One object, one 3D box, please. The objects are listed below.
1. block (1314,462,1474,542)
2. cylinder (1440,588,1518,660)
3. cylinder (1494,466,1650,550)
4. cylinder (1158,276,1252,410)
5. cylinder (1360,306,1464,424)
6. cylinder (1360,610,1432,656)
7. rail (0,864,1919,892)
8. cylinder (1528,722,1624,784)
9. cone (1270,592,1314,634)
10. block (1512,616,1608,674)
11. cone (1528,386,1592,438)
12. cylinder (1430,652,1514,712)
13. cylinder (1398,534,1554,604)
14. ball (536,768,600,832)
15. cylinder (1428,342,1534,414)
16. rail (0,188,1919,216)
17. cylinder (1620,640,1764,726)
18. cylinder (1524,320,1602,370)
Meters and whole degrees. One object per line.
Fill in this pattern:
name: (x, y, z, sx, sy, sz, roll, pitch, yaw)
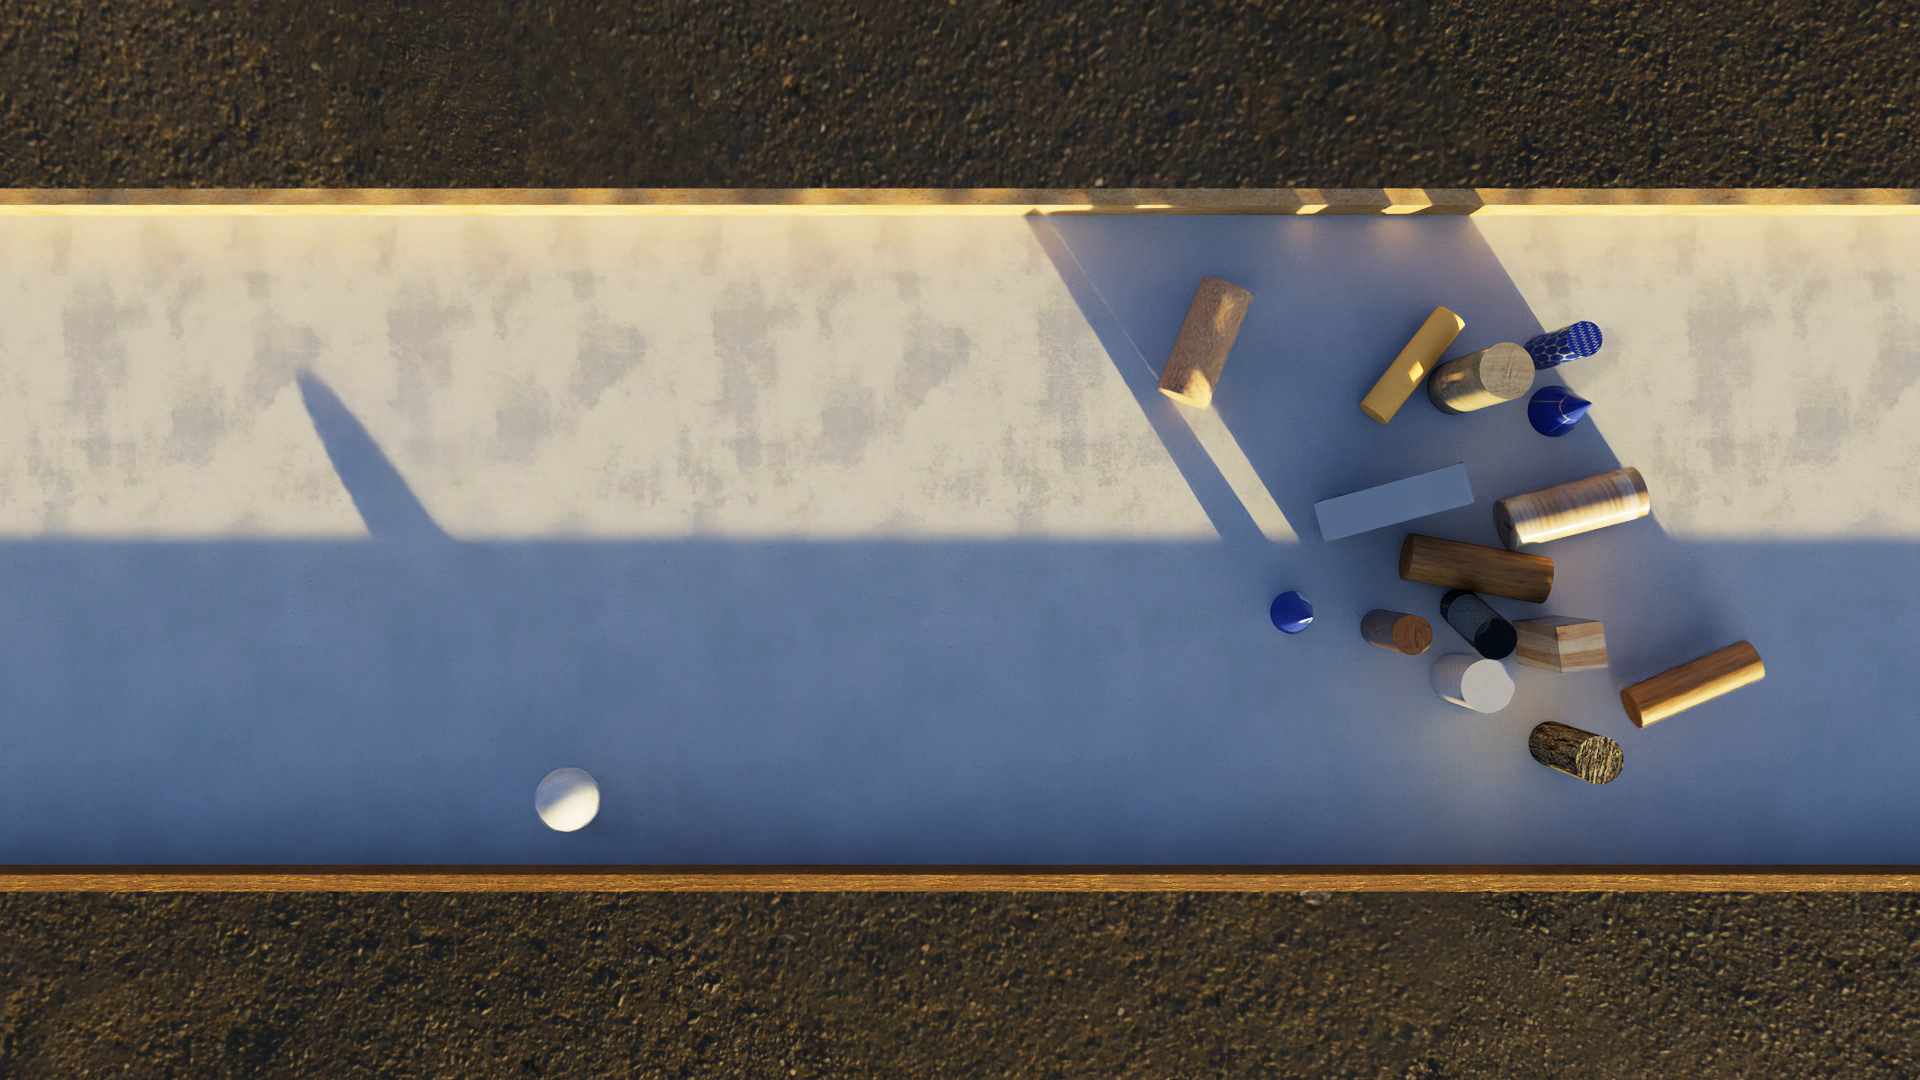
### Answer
block: (1.303, -0.114, 4.954, 0.448, 0.121, 0.121, -16, 90, 17)
cylinder: (1.524, 0.243, 4.860, 0.120, 0.418, 0.120, 1, 100, 3)
cylinder: (1.850, -0.095, 4.998, 0.417, 0.157, 0.157, -14, 90, 0)
cylinder: (0.743, -0.596, 4.997, 0.159, 0.159, 0.365, 23, 90, 0)
cylinder: (1.377, -0.532, 5.026, 0.102, 0.102, 0.380, 38, 90, 0)
cylinder: (1.290, 0.270, 4.890, 0.116, 0.373, 0.116, 0, 90, 0)
rail: (-2.247, 1.025, 5.001, 12.000, 0.150, 0.050, 0, 90, 0)
cylinder: (1.818, 0.626, 4.882, 0.138, 0.390, 0.138, 0, 90, 0)
cone: (1.021, 0.223, 4.921, 0.132, 0.311, 0.132, 0, 90, 0)
block: (1.774, 0.306, 4.889, 0.133, 0.375, 0.133, -7, 90, 0)
cone: (1.827, -0.396, 4.919, 0.160, 0.315, 0.160, 0, 90, 0)
cylinder: (1.525, 0.422, 4.922, 0.155, 0.310, 0.155, 0, 90, 0)
cylinder: (1.564, 0.086, 5.005, 0.426, 0.143, 0.143, 10, 90, 0)
ball: (-1.183, 0.783, 4.980, 0.193, 0.193, 0.193, 0, 90, 0)
cylinder: (1.535, -0.473, 4.878, 0.165, 0.381, 0.165, 0, 88, -6)
rail: (-2.247, -1.025, 5.002, 12.000, 0.150, 0.050, 0, 90, 0)
cylinder: (2.224, 0.436, 5.015, 0.395, 0.124, 0.124, -22, 90, 0)
cylinder: (1.784, -0.575, 4.893, 0.103, 0.366, 0.103, 0, 90, 0)
